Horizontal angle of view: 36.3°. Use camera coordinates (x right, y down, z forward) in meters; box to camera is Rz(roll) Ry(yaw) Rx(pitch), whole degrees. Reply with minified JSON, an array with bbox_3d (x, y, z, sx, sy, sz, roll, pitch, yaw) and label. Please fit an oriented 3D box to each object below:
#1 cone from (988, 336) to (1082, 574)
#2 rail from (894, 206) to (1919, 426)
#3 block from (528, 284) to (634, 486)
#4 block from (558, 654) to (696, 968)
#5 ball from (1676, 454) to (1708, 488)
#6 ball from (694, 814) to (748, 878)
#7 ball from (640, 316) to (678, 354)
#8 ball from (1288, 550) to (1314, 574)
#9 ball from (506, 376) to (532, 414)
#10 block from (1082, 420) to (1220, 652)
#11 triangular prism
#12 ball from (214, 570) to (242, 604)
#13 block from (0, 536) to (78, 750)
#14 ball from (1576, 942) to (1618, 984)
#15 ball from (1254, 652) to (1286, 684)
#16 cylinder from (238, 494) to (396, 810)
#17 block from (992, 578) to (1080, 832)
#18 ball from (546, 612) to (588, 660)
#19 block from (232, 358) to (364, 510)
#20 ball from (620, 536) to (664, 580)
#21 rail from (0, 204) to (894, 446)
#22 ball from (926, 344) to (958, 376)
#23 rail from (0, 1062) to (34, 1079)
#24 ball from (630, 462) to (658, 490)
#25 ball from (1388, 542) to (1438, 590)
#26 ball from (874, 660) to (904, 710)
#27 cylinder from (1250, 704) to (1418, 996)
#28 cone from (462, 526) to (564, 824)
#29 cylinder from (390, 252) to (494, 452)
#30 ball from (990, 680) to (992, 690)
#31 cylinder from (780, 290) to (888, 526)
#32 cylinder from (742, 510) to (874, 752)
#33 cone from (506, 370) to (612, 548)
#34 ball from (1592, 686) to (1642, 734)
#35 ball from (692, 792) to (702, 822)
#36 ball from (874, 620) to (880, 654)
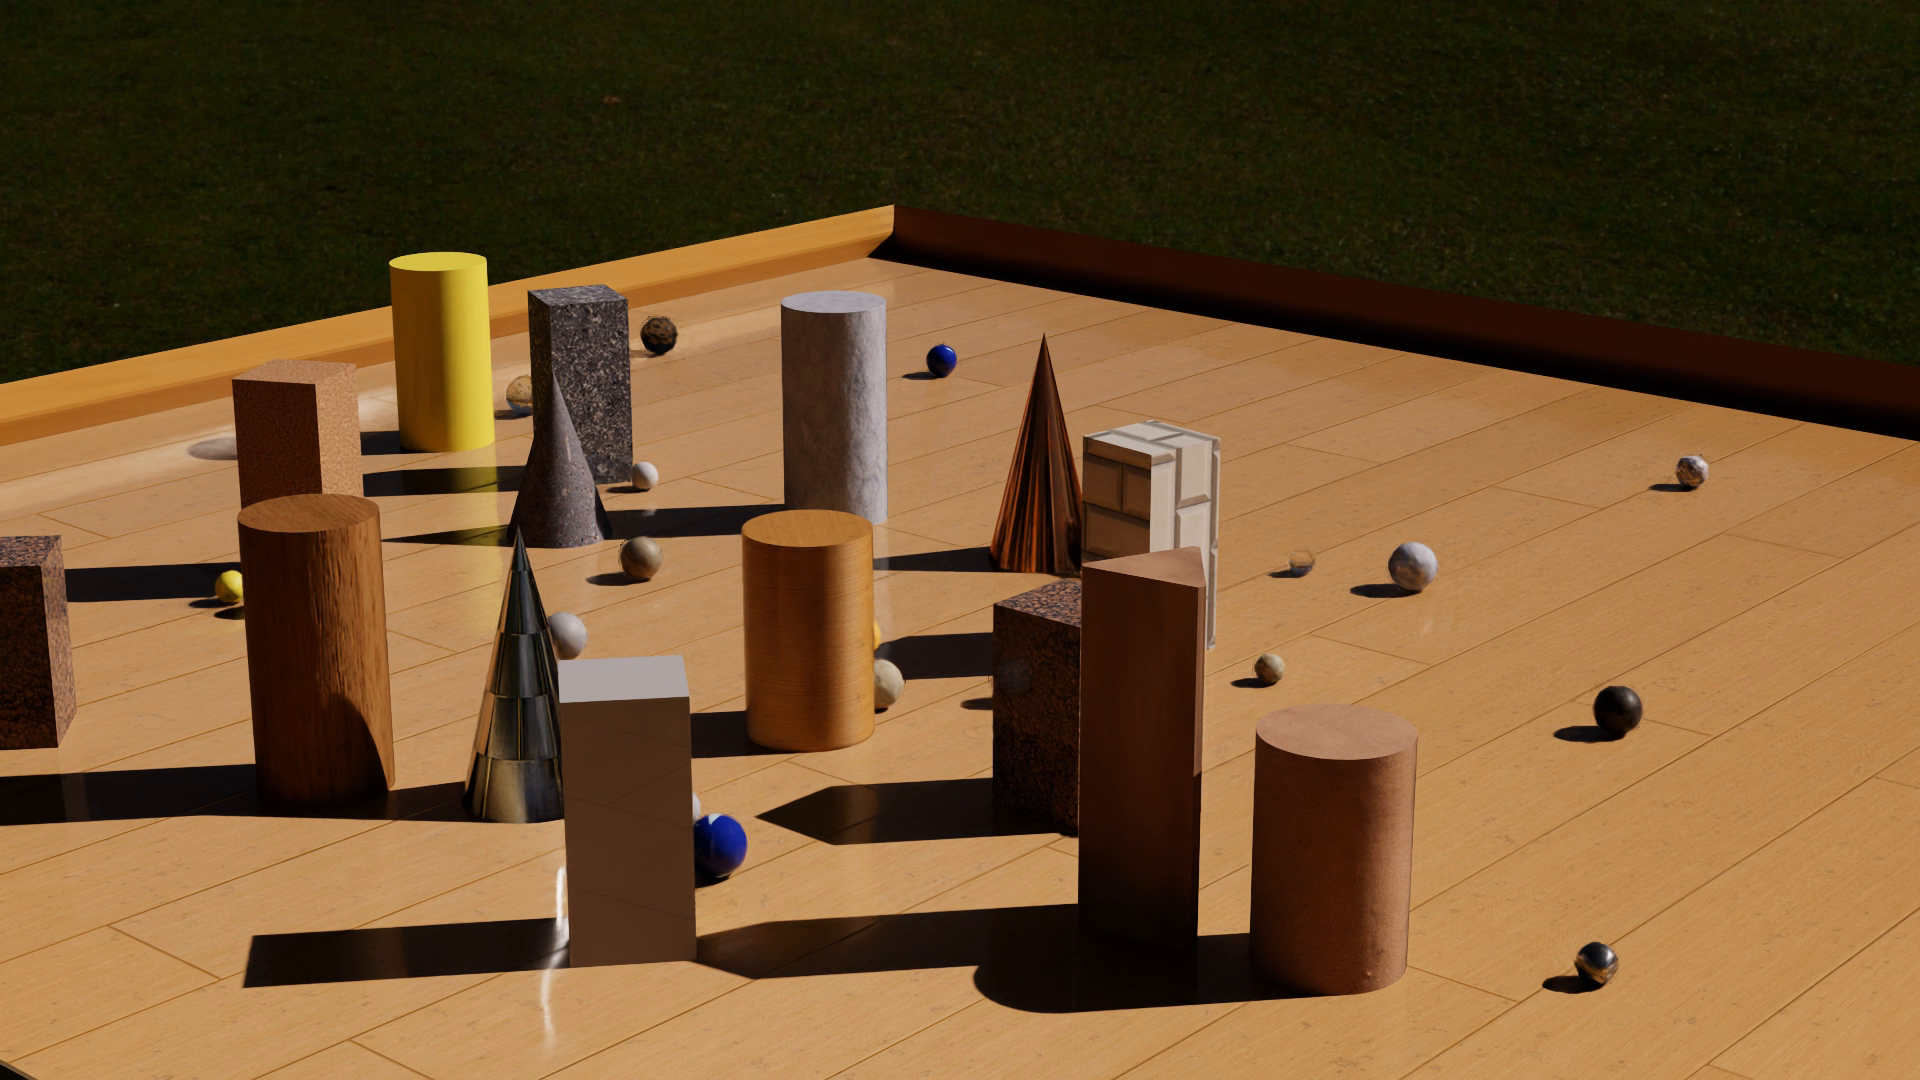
[{"bbox_3d":[0.150,-0.170,5.287,0.198,0.421,0.198,0,17,0],"label":"cone"},{"bbox_3d":[1.438,-0.446,6.706,4.333,0.128,0.045,14,22,39],"label":"rail"},{"bbox_3d":[-0.754,-0.306,5.828,0.158,0.369,0.158,-7,18,-23],"label":"block"},{"bbox_3d":[-0.421,0.341,3.708,0.158,0.353,0.158,-2,17,-8],"label":"block"},{"bbox_3d":[1.446,-0.136,5.792,0.064,0.064,0.064,0,17,0],"label":"ball"},{"bbox_3d":[-0.328,0.411,3.940,0.086,0.086,0.086,0,17,0],"label":"ball"},{"bbox_3d":[-0.708,-0.482,6.900,0.087,0.087,0.087,0,17,0],"label":"ball"},{"bbox_3d":[0.611,0.039,5.244,0.045,0.045,0.045,0,17,0],"label":"ball"},{"bbox_3d":[-0.940,-0.313,6.345,0.085,0.085,0.085,0,17,0],"label":"ball"},{"bbox_3d":[0.311,0.004,4.816,0.158,0.359,0.158,-14,22,-39],"label":"block"},{"bbox_3d":[0.263,0.259,3.752,0.171,0.486,0.148,10,20,31],"label":"triangular prism"},{"bbox_3d":[-1.263,0.081,5.085,0.057,0.057,0.057,0,17,0],"label":"ball"},{"bbox_3d":[-1.445,0.155,4.440,0.158,0.287,0.158,-2,17,-6],"label":"block"},{"bbox_3d":[0.787,0.524,3.625,0.052,0.052,0.052,0,17,0],"label":"ball"},{"bbox_3d":[0.496,0.205,4.688,0.049,0.049,0.049,0,17,0],"label":"ball"},{"bbox_3d":[-0.923,0.158,4.214,0.198,0.412,0.198,0,17,0],"label":"cylinder"},{"bbox_3d":[0.158,0.232,4.162,0.158,0.301,0.158,14,22,39],"label":"block"},{"bbox_3d":[-0.649,0.158,4.788,0.080,0.080,0.080,0,17,0],"label":"ball"},{"bbox_3d":[-1.166,-0.116,5.188,0.158,0.375,0.158,4,17,14],"label":"block"},{"bbox_3d":[-0.566,0.032,5.215,0.076,0.076,0.076,0,17,0],"label":"ball"},{"bbox_3d":[-1.618,-0.373,6.465,0.045,0.128,4.434,14,22,39],"label":"rail"},{"bbox_3d":[-0.042,-0.410,6.690,0.071,0.071,0.071,0,17,0],"label":"ball"},{"bbox_3d":[-1.438,0.510,3.534,4.333,0.128,0.045,14,22,39],"label":"rail"},{"bbox_3d":[-0.623,-0.127,5.776,0.056,0.056,0.056,0,17,0],"label":"ball"},{"bbox_3d":[0.796,0.046,5.151,0.086,0.086,0.086,0,17,0],"label":"ball"},{"bbox_3d":[-0.126,0.225,4.572,0.077,0.077,0.077,0,17,0],"label":"ball"},{"bbox_3d":[0.463,0.382,3.648,0.198,0.309,0.198,0,17,0],"label":"cylinder"},{"bbox_3d":[-0.618,0.175,4.162,0.198,0.410,0.198,0,17,0],"label":"cone"},{"bbox_3d":[-1.075,-0.391,6.091,0.198,0.381,0.198,0,17,0],"label":"cylinder"},{"bbox_3d":[0.077,0.227,4.594,0.060,0.060,0.060,0,17,0],"label":"ball"},{"bbox_3d":[-0.237,-0.246,5.545,0.198,0.418,0.198,0,17,0],"label":"cylinder"},{"bbox_3d":[-0.229,0.136,4.443,0.198,0.322,0.198,0,17,0],"label":"cylinder"},{"bbox_3d":[-0.750,-0.163,5.448,0.198,0.314,0.198,0,17,0],"label":"cone"},{"bbox_3d":[1.001,0.258,4.465,0.075,0.075,0.075,0,17,0],"label":"ball"},{"bbox_3d":[-0.393,0.376,4.098,0.061,0.061,0.061,0,17,0],"label":"ball"},{"bbox_3d":[-0.171,0.159,4.780,0.085,0.085,0.085,0,17,0],"label":"ball"}]
